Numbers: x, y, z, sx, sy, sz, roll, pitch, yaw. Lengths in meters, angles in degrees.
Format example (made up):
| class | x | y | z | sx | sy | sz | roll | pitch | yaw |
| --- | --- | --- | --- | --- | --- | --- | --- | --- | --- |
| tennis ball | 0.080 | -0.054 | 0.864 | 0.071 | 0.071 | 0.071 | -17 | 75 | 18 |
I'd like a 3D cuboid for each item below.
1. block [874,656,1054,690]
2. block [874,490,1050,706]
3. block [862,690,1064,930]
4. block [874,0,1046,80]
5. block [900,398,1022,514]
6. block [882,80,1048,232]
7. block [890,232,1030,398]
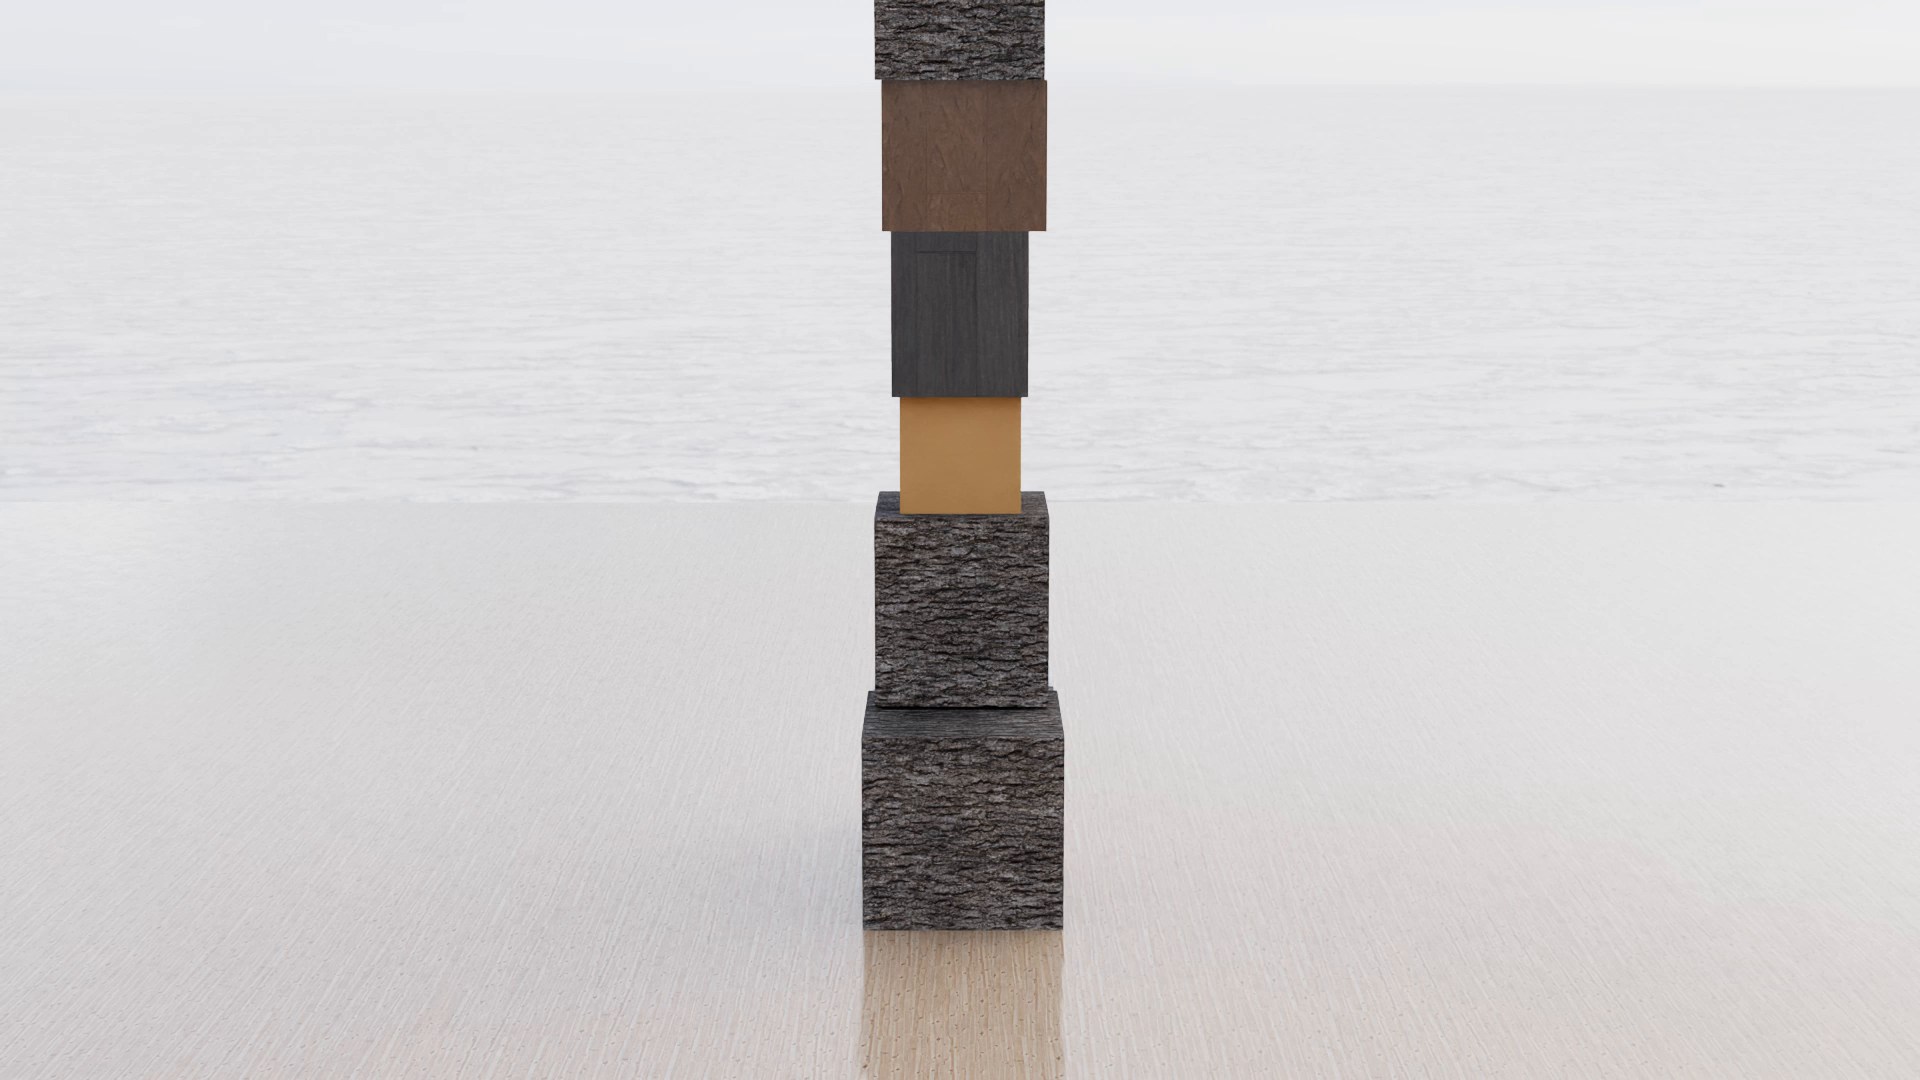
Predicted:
| class | x | y | z | sx | sy | sz | roll | pitch | yaw |
| --- | --- | --- | --- | --- | --- | --- | --- | --- | --- |
| block | 0.016 | 0.988 | 11.783 | 0.793 | 0.841 | 0.791 | 0 | 10 | 0 |
| block | 0.008 | 0.246 | 11.225 | 0.740 | 0.818 | 0.704 | 0 | 10 | 0 |
| block | 0.012 | 1.142 | 10.981 | 0.833 | 0.824 | 0.823 | 0 | 10 | 0 |
| block | -0.002 | -2.290 | 10.763 | 0.695 | 0.705 | 0.724 | 0 | 10 | 0 |
| block | 0.002 | -0.406 | 11.106 | 0.513 | 0.507 | 0.503 | 0 | 10 | 0 |
| block | 0.018 | -1.638 | 10.881 | 0.683 | 0.619 | 0.609 | 0 | 10 | 0 |
| block | -0.001 | -0.995 | 10.999 | 0.573 | 0.690 | 0.645 | 0 | 10 | 0 |
